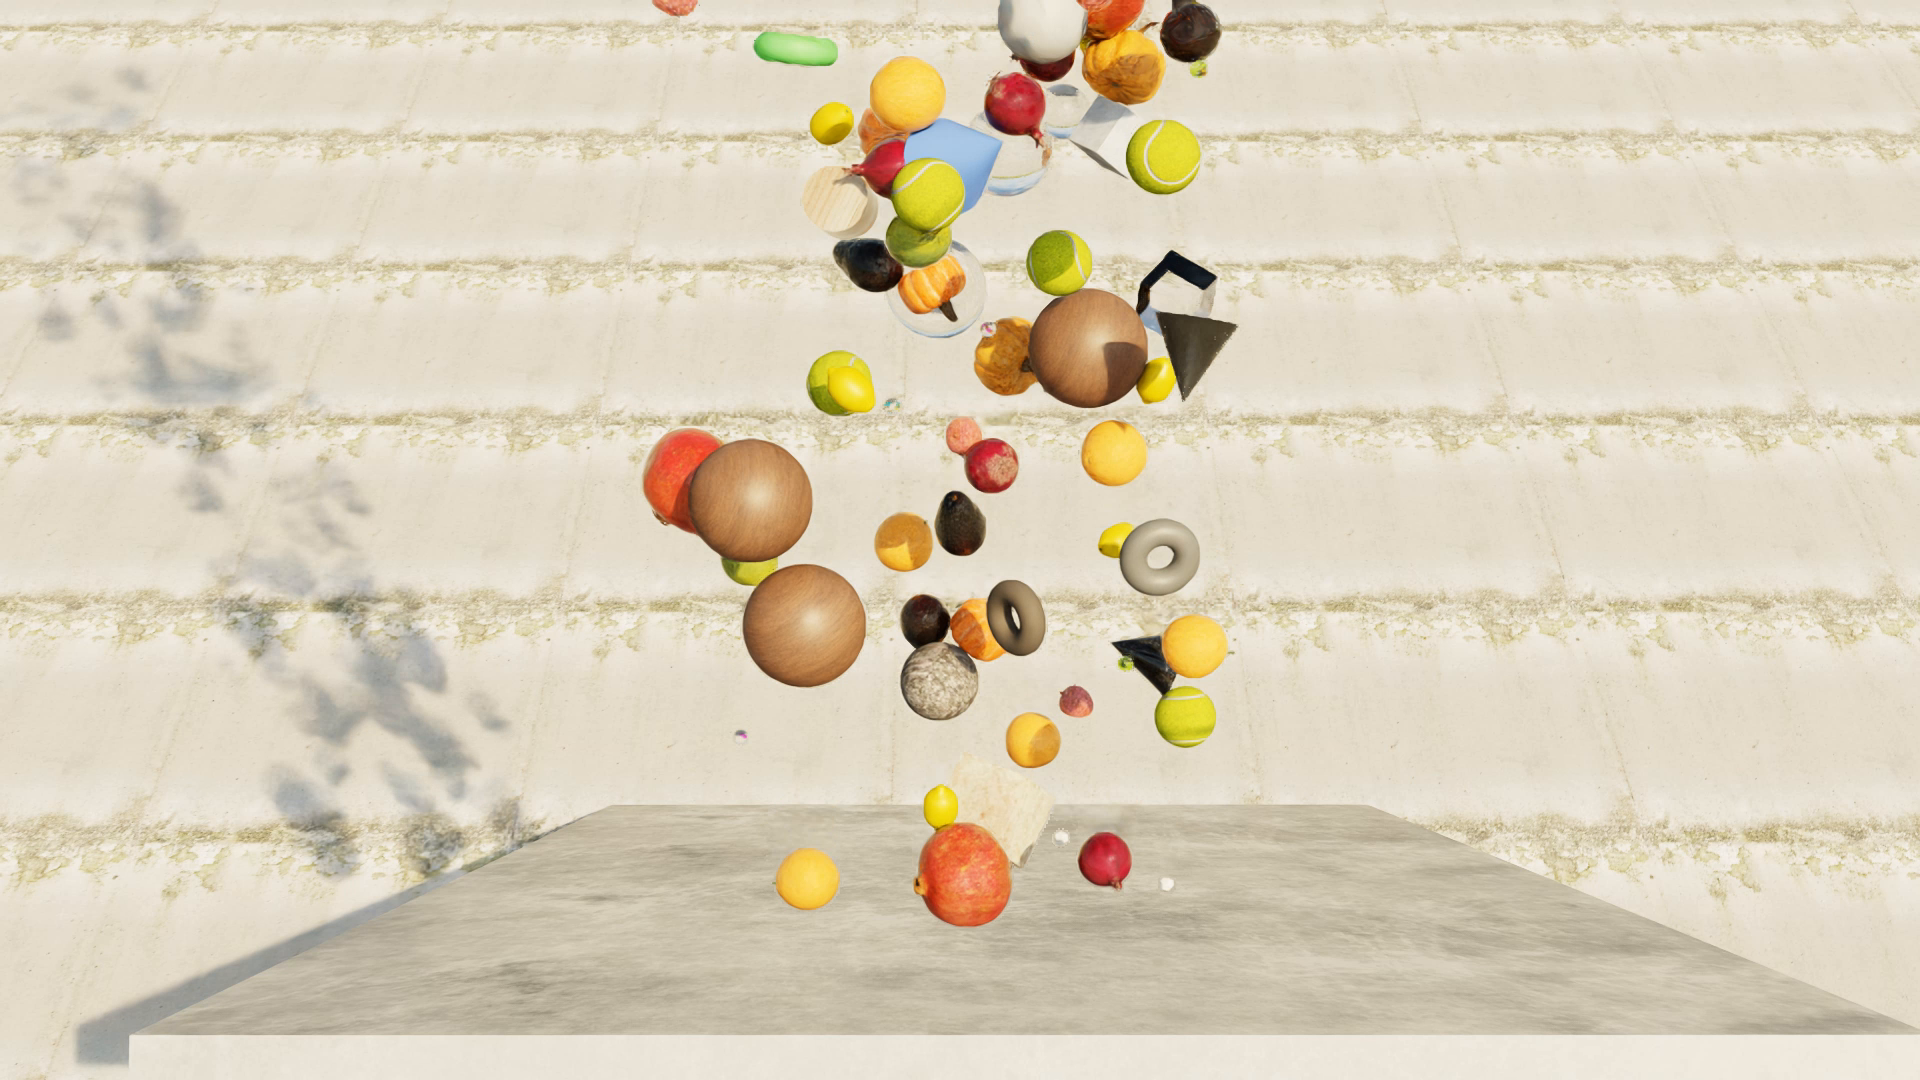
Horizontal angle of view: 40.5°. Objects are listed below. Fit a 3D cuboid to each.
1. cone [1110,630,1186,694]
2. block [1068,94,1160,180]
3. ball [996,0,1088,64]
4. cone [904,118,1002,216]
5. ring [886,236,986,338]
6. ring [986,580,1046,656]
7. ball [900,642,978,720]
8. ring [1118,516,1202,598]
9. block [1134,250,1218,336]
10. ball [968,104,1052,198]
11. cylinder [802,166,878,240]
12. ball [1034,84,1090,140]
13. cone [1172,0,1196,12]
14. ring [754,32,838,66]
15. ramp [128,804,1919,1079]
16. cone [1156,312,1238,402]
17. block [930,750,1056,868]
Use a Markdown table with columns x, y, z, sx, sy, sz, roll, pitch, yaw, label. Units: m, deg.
| x | y | z | sx | sy | sz | roll | pitch | yaw | label |
| --- | --- | --- | --- | --- | --- | --- | --- | --- | --- |
| 0.217 | 0.134 | 3.104 | 0.081 | 0.081 | 0.081 | 18 | 35 | -8 | cone |
| 0.166 | -0.432 | 2.790 | 0.057 | 0.057 | 0.057 | -55 | 38 | 2 | block |
| 0.082 | -0.516 | 2.568 | 0.090 | 0.090 | 0.090 | 0 | 36 | 0 | ball |
| 0.013 | -0.366 | 2.462 | 0.096 | 0.096 | 0.096 | -30 | 10 | -34 | cone |
| -0.028 | -0.293 | 3.010 | 0.123 | 0.123 | 0.041 | -17 | -3 | -22 | ring |
| 0.061 | 0.086 | 2.863 | 0.029 | 0.087 | 0.087 | -16 | 38 | -36 | ring |
| -0.024 | 0.165 | 3.029 | 0.092 | 0.092 | 0.092 | 0 | 36 | 0 | ball |
| 0.226 | 0.020 | 2.940 | 0.094 | 0.094 | 0.031 | 4 | 5 | 5 | ring |
| 0.246 | -0.275 | 2.957 | 0.064 | 0.064 | 0.064 | 32 | 59 | 19 | block |
| 0.049 | -0.413 | 2.755 | 0.098 | 0.098 | 0.098 | 0 | 36 | 0 | ball |
| -0.117 | -0.331 | 2.553 | 0.065 | 0.065 | 0.065 | 5 | 0 | 7 | cylinder |
| 0.112 | -0.468 | 2.839 | 0.060 | 0.060 | 0.060 | 0 | 36 | 0 | ball |
| 0.214 | -0.515 | 2.390 | 0.083 | 0.083 | 0.083 | 17 | 46 | -18 | cone |
| -0.160 | -0.478 | 2.534 | 0.083 | 0.028 | 0.083 | 6 | 11 | -1 | ring |
| 0.079 | 0.674 | 4.878 | 2.000 | 0.100 | 4.000 | 0 | -2 | 0 | ramp |
| 0.232 | -0.180 | 2.616 | 0.085 | 0.085 | 0.085 | 9 | 2 | 0 | cone |
| 0.038 | 0.315 | 3.029 | 0.091 | 0.091 | 0.091 | 20 | 78 | 29 | block |
